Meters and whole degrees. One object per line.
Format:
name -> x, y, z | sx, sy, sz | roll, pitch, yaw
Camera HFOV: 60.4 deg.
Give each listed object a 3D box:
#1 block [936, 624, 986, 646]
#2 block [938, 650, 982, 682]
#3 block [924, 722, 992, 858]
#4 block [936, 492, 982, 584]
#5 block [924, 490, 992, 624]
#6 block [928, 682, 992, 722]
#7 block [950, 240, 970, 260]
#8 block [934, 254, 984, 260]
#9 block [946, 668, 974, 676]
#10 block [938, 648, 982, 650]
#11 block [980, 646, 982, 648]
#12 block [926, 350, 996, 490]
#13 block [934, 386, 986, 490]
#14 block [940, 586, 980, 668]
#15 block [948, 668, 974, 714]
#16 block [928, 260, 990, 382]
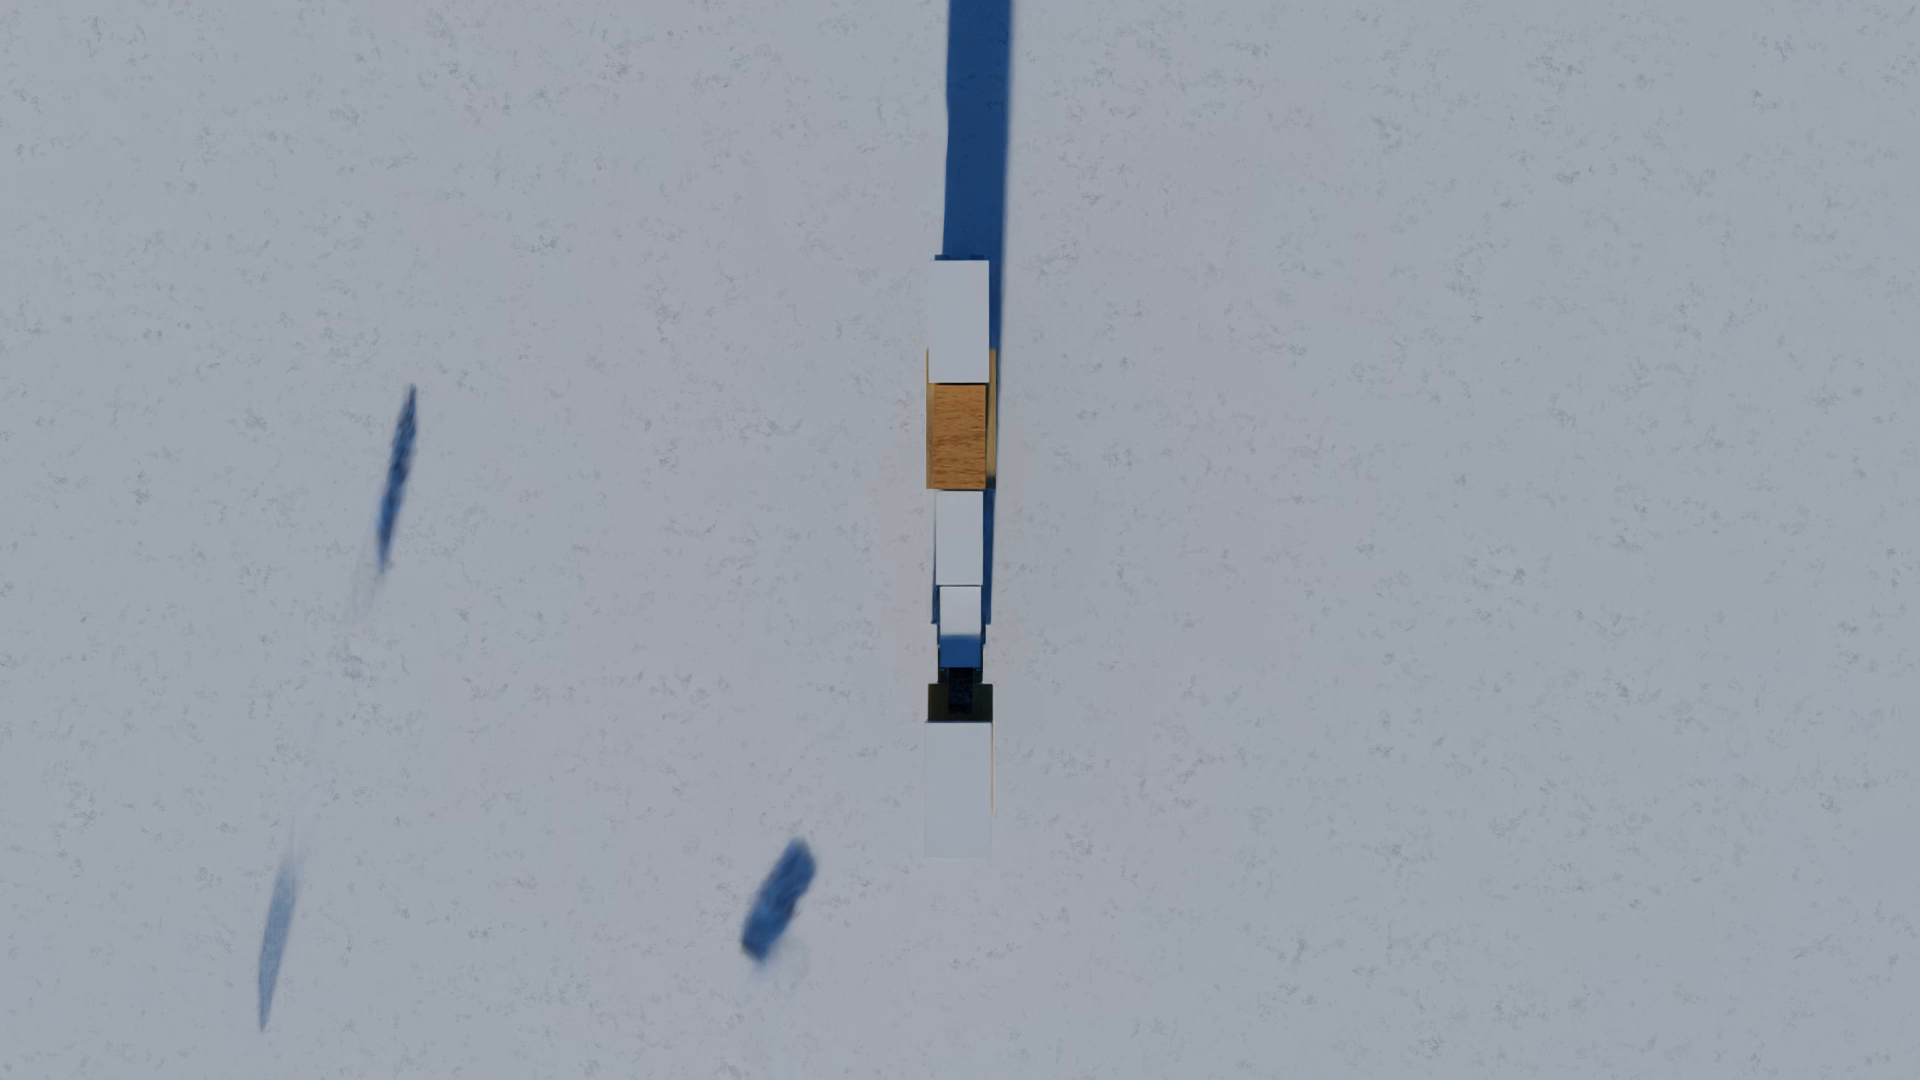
block -> 0.004, 0.156, 4.602 | 0.136, 0.039, 0.273 | 0, 90, 0
block -> 0.000, 0.435, 4.647 | 0.126, 0.036, 0.252 | 0, 99, 0
block -> -0.006, 0.590, 3.895 | 0.159, 0.045, 0.318 | 0, 88, 0
block -> -0.001, -0.005, 3.956 | 0.112, 0.032, 0.223 | 0, 90, 0
block -> -0.005, 0.045, 4.219 | 0.170, 0.048, 0.339 | 0, 90, 0
block -> 0.001, 0.538, 4.262 | 0.167, 0.047, 0.335 | 0, 88, 0
block -> 0.000, -0.704, 4.162 | 0.049, 0.014, 0.099 | -1, 90, 0
block -> -0.002, -0.612, 4.286 | 0.127, 0.036, 0.254 | 0, 90, 0
block -> 0.000, 0.293, 4.426 | 0.072, 0.021, 0.145 | 0, 89, 0
block -> 0.001, 0.344, 4.780 | 0.126, 0.252, 0.036 | 0, 92, 0
block -> 0.004, 0.197, 4.923 | 0.127, 0.036, 0.254 | 0, 90, 0
block -> 0.003, -0.305, 4.182 | 0.176, 0.050, 0.351 | 0, 90, 0
block -> -0.001, -0.242, 3.896 | 0.122, 0.035, 0.244 | 0, 90, 0
block -> 0.001, 0.209, 3.985 | 0.098, 0.028, 0.195 | 0, 89, 0
block -> 0.002, 0.374, 4.109 | 0.059, 0.017, 0.119 | 1, 98, 0
block -> -0.002, -0.510, 3.856 | 0.140, 0.040, 0.281 | 0, 90, 0
